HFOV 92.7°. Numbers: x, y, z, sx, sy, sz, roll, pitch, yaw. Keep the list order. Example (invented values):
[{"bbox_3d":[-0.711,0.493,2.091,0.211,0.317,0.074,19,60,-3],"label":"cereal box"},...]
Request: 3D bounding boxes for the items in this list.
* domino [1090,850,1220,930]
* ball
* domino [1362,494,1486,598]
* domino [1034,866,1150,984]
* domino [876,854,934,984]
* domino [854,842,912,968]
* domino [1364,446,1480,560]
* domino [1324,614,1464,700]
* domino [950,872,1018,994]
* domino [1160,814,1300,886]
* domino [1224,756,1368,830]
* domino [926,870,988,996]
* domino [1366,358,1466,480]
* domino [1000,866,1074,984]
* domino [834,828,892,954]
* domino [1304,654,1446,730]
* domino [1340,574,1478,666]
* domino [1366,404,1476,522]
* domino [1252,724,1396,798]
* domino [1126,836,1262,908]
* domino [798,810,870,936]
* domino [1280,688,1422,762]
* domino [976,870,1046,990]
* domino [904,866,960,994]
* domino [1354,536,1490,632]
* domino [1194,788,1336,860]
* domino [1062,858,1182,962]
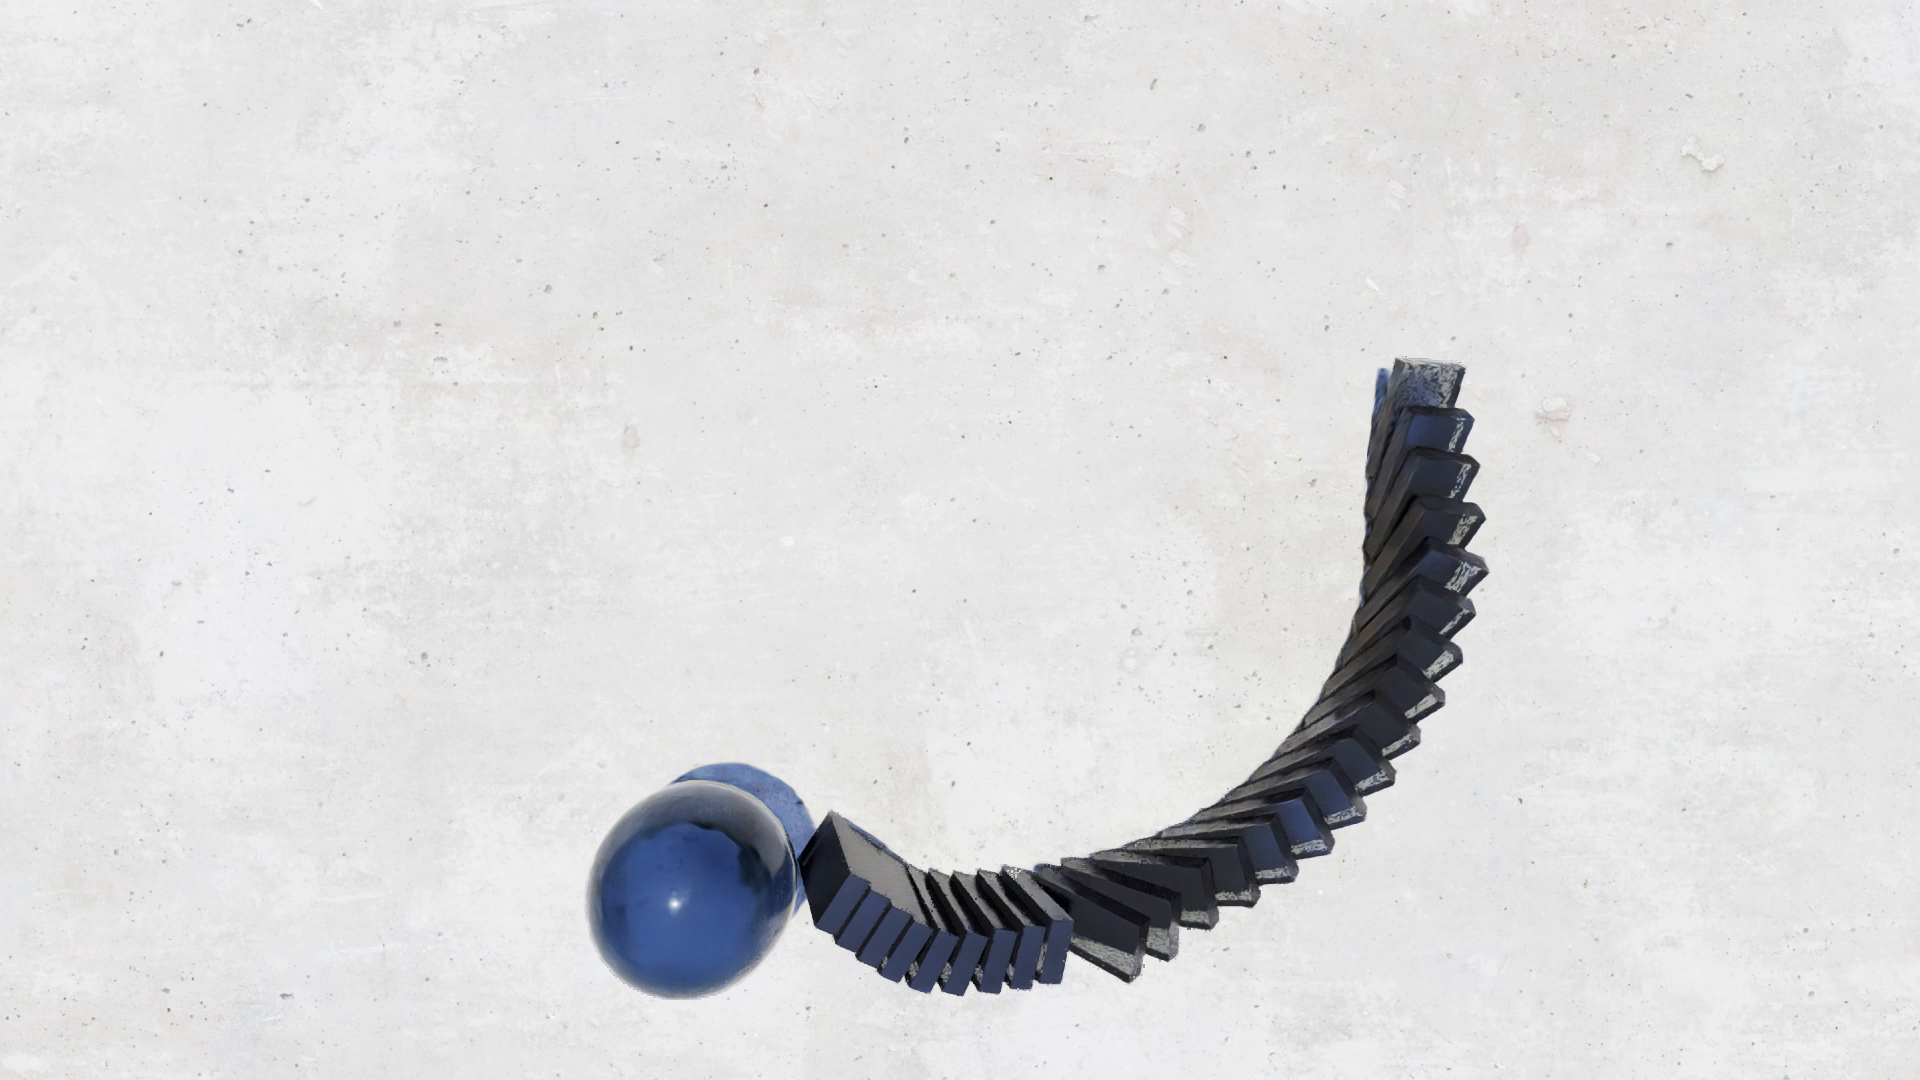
[{"bbox_3d":[0.080,0.145,0.381,0.050,0.009,0.025,-10,90,39],"label":"domino"},{"bbox_3d":[-0.104,0.136,0.360,0.080,0.080,0.080,0,90,0],"label":"ball"},{"bbox_3d":[0.191,0.005,0.379,0.025,0.009,0.050,9,131,-5],"label":"domino"},{"bbox_3d":[0.052,0.158,0.379,0.050,0.010,0.025,15,102,36],"label":"domino"},{"bbox_3d":[-0.028,0.153,0.375,0.009,0.050,0.025,33,90,-21],"label":"domino"},{"bbox_3d":[-0.036,0.148,0.375,0.010,0.050,0.025,33,90,-21],"label":"domino"},{"bbox_3d":[0.191,-0.013,0.381,0.025,0.010,0.050,7,124,-5],"label":"domino"},{"bbox_3d":[0.179,0.055,0.381,0.025,0.009,0.050,33,128,-2],"label":"domino"},{"bbox_3d":[0.006,0.159,0.375,0.010,0.050,0.025,16,90,-21],"label":"domino"},{"bbox_3d":[0.111,0.130,0.381,0.050,0.009,0.025,-22,90,37],"label":"domino"},{"bbox_3d":[0.139,0.110,0.381,0.050,0.009,0.025,-34,90,37],"label":"domino"},{"bbox_3d":[-0.006,0.159,0.375,0.009,0.050,0.025,23,90,-21],"label":"domino"},{"bbox_3d":[0.191,-0.050,0.386,0.025,0.009,0.050,5,113,0],"label":"domino"},{"bbox_3d":[0.029,0.156,0.375,0.010,0.050,0.025,12,90,-21],"label":"domino"},{"bbox_3d":[-0.045,0.142,0.375,0.010,0.050,0.025,33,90,-21],"label":"domino"},{"bbox_3d":[0.171,0.071,0.381,0.025,0.009,0.050,38,128,-1],"label":"domino"},{"bbox_3d":[0.185,0.039,0.380,0.025,0.009,0.050,25,129,-3],"label":"domino"},{"bbox_3d":[0.191,-0.031,0.381,0.025,0.010,0.050,4,123,-2],"label":"domino"},{"bbox_3d":[0.151,0.098,0.381,0.025,0.009,0.050,50,128,0],"label":"domino"},{"bbox_3d":[0.096,0.138,0.381,0.050,0.009,0.025,-17,90,37],"label":"domino"},{"bbox_3d":[-0.052,0.135,0.375,0.010,0.050,0.025,33,90,-21],"label":"domino"},{"bbox_3d":[0.161,0.085,0.381,0.025,0.009,0.050,43,128,0],"label":"domino"},{"bbox_3d":[0.018,0.158,0.375,0.009,0.050,0.025,13,90,-21],"label":"domino"},{"bbox_3d":[-0.018,0.158,0.375,0.010,0.050,0.025,28,90,-21],"label":"domino"},{"bbox_3d":[0.190,0.023,0.380,0.025,0.010,0.050,21,129,-4],"label":"domino"},{"bbox_3d":[0.126,0.121,0.381,0.050,0.010,0.025,-28,90,37],"label":"domino"},{"bbox_3d":[0.066,0.153,0.380,0.050,0.010,0.025,5,96,38],"label":"domino"}]
